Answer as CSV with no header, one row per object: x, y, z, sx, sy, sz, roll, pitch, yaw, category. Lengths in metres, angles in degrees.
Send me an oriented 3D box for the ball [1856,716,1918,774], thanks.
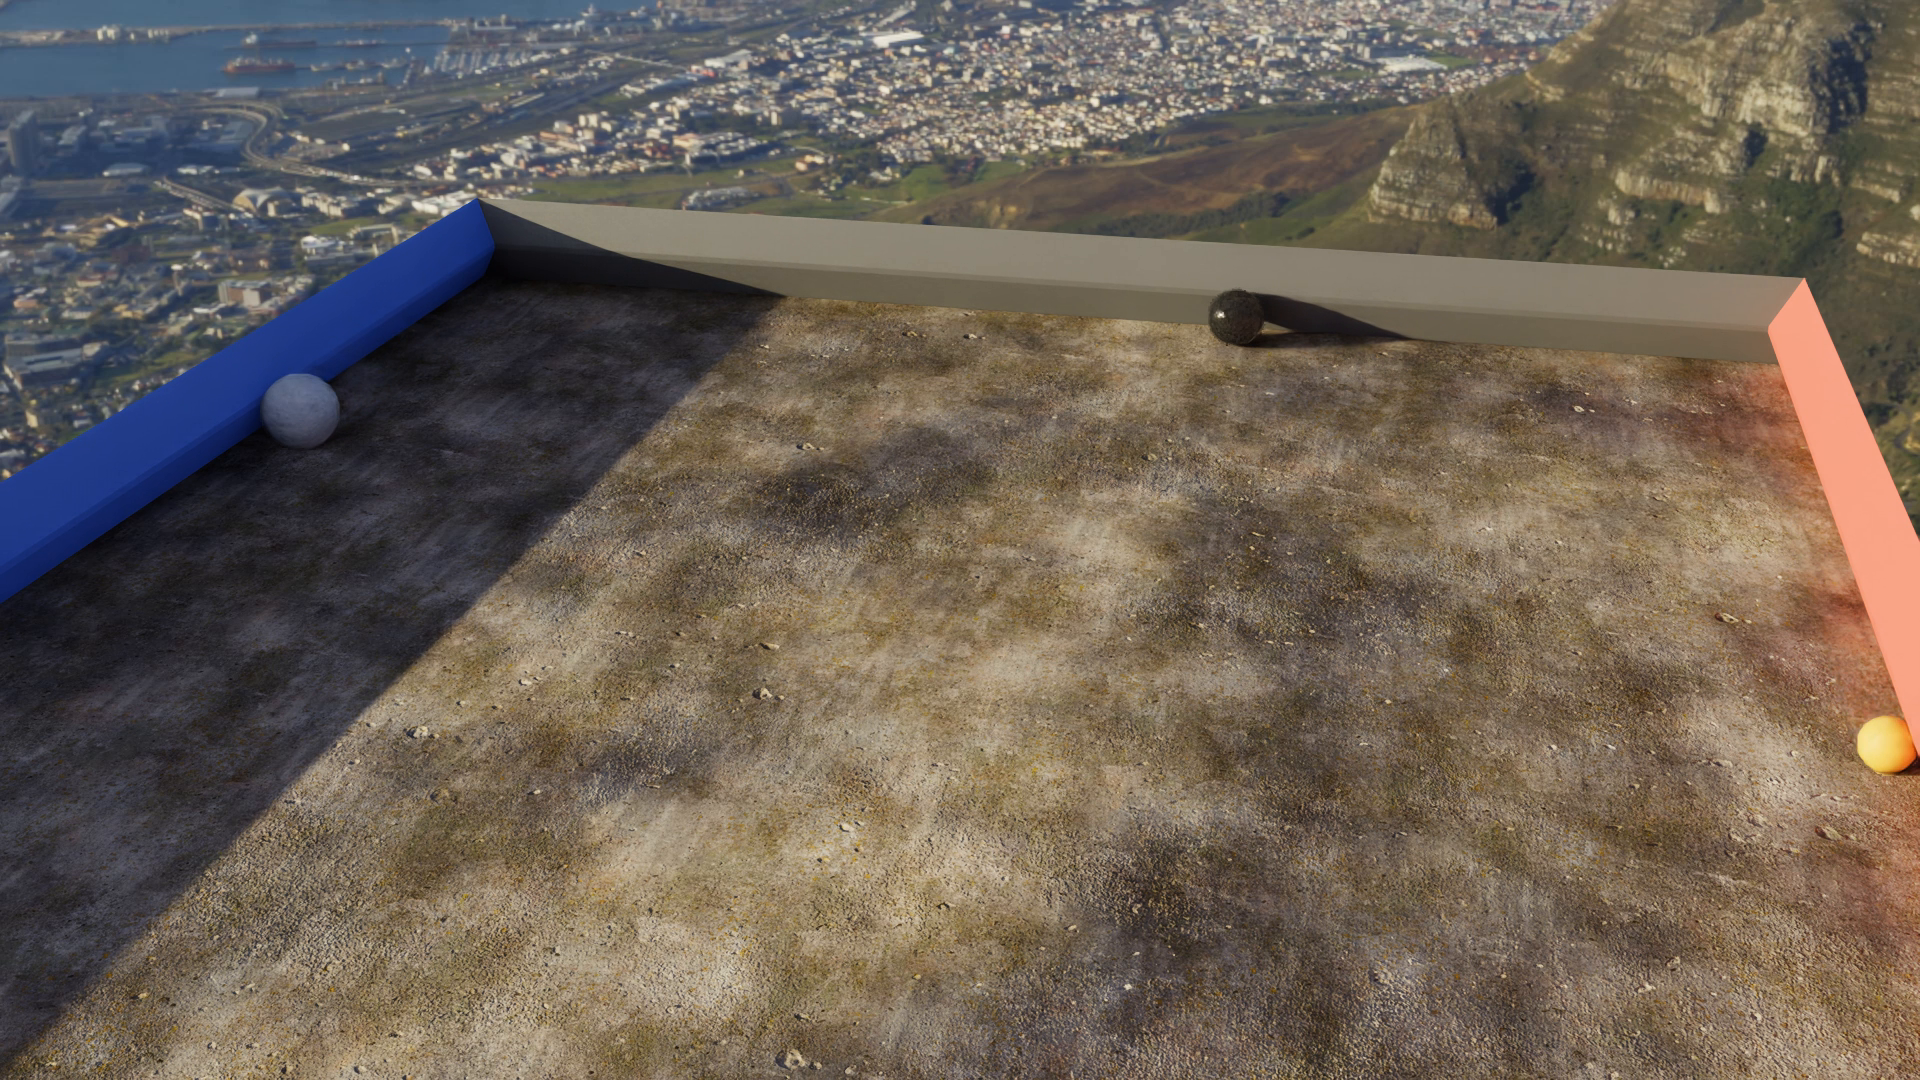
0.856,0.189,2.029,0.053,0.053,0.053,0,23,0,ball

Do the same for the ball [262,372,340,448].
-0.835,-0.164,2.787,0.096,0.096,0.096,0,23,0,ball

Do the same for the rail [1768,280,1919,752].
0.736,0.422,1.399,0.045,0.125,3.755,5,24,12,rail

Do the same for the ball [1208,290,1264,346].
0.398,-0.321,3.168,0.080,0.080,0.080,0,23,0,ball

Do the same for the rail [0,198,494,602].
-1.150,0.252,1.790,0.045,0.125,3.755,5,24,12,rail

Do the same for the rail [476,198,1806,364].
0.202,-0.383,3.253,1.981,0.125,0.045,5,24,12,rail
